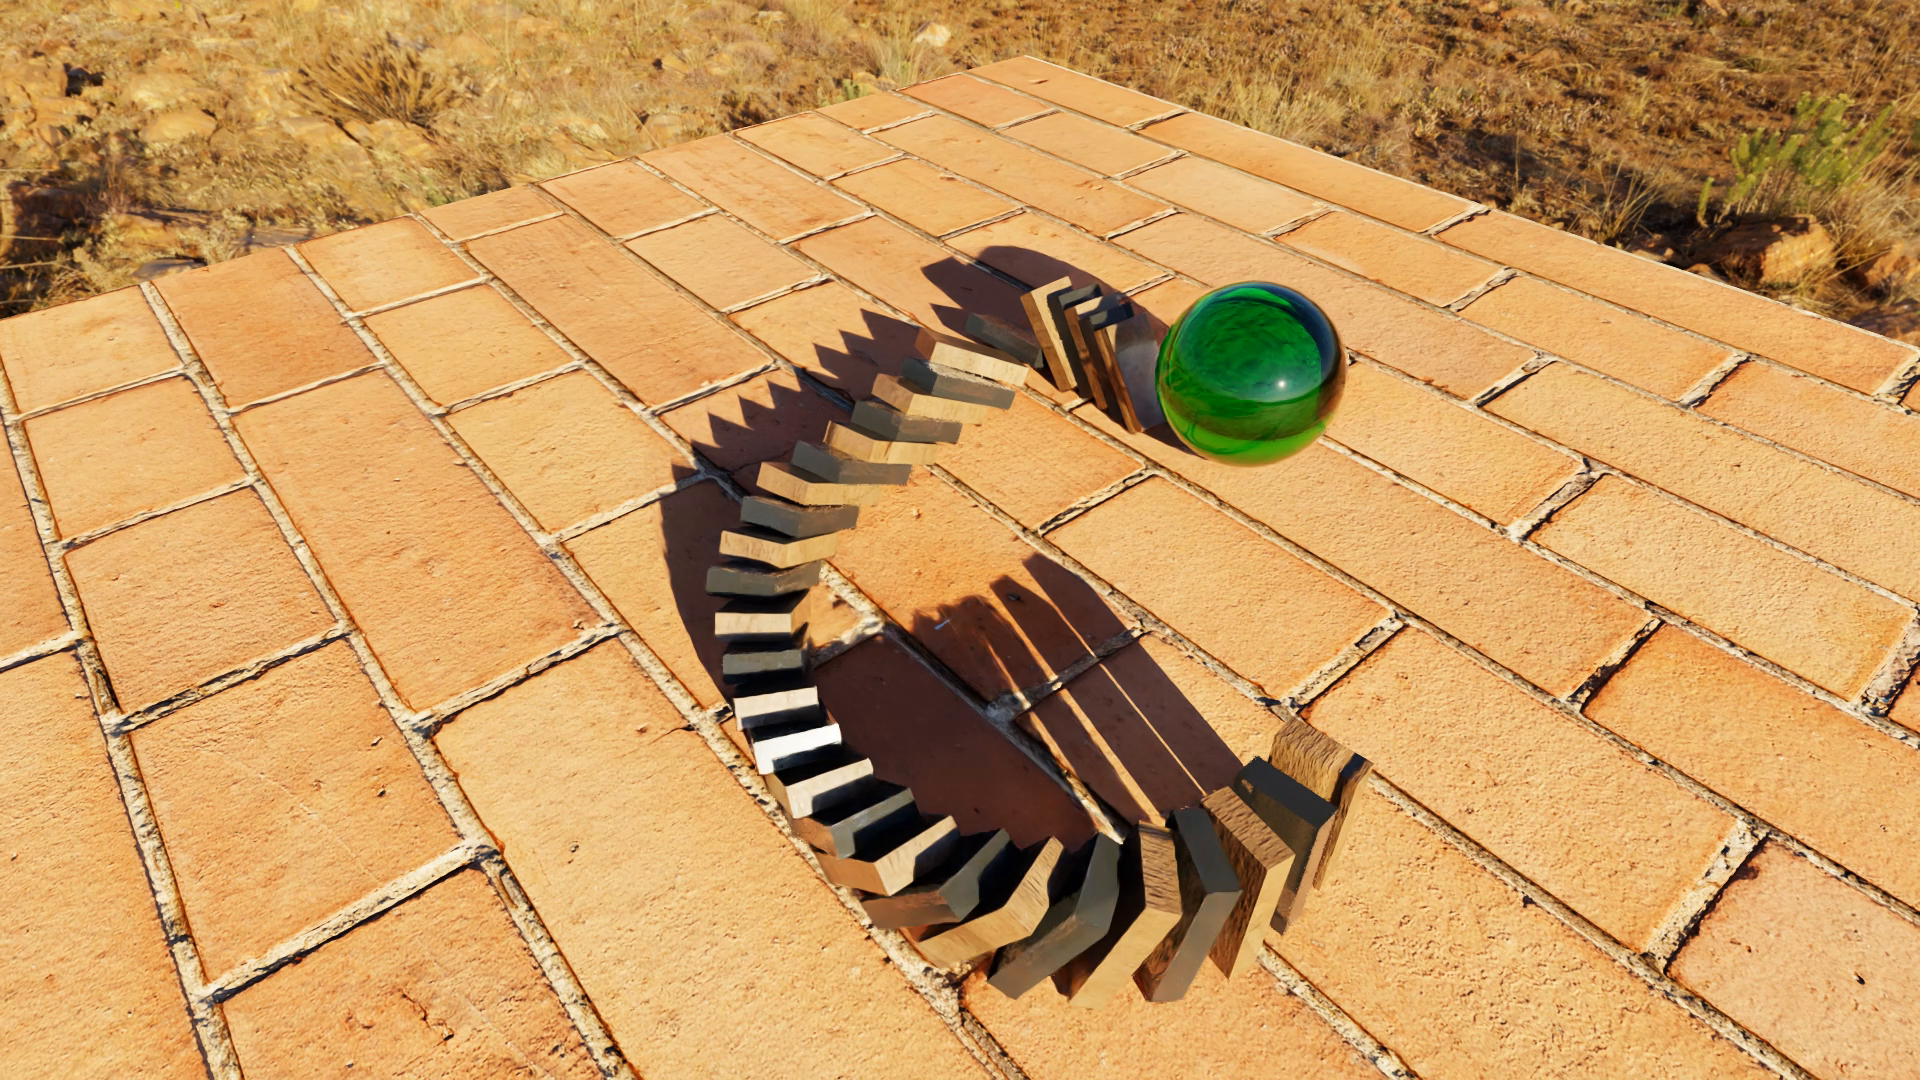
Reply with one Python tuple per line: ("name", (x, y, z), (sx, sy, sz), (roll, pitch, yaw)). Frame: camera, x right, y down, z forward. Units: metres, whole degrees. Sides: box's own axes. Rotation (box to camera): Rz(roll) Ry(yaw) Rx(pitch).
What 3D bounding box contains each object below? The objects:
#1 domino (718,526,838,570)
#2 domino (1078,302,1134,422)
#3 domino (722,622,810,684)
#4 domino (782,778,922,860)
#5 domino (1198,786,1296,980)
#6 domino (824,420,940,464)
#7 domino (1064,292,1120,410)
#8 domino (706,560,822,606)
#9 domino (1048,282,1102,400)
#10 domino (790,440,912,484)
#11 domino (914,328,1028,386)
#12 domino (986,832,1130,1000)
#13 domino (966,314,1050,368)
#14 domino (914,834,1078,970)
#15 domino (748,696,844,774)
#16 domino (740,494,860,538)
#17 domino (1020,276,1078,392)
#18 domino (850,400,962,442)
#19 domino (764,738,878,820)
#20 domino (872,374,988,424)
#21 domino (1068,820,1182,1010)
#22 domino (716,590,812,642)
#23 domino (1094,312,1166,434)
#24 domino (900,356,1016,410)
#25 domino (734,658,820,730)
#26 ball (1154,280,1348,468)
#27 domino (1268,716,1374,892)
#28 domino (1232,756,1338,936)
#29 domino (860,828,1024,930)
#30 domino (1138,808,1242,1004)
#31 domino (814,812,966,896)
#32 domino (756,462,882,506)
("domino", (-0.068, 0.001, 0.422), (0.025, 0.009, 0.050), (12, 9, 15))
("domino", (0.076, -0.084, 0.517), (0.025, 0.050, 0.009), (-25, 8, -27))
("domino", (-0.065, 0.038, 0.377), (0.025, 0.009, 0.050), (-4, 6, -5))
("domino", (-0.033, 0.080, 0.322), (0.025, 0.010, 0.050), (-21, 3, -24))
("domino", (0.072, 0.093, 0.297), (0.010, 0.050, 0.025), (-19, 43, -26))
("domino", (-0.033, -0.042, 0.475), (0.025, 0.010, 0.050), (25, 15, 28))
("domino", (0.070, -0.090, 0.525), (0.025, 0.050, 0.009), (-25, 8, -27))
("domino", (-0.072, 0.013, 0.407), (0.025, 0.009, 0.050), (8, 8, 10))
("domino", (0.063, -0.096, 0.532), (0.025, 0.050, 0.010), (-24, 8, -27))
("domino", (-0.045, -0.032, 0.463), (0.025, 0.010, 0.050), (25, 14, 28))
("domino", (0.006, -0.089, 0.532), (0.050, 0.010, 0.025), (11, 21, -26))
("domino", (0.025, 0.100, 0.290), (0.009, 0.050, 0.025), (32, 43, -3))
("domino", (0.029, -0.102, 0.560), (0.025, 0.009, 0.050), (-7, 33, -47))
("domino", (0.009, 0.098, 0.295), (0.009, 0.050, 0.025), (45, 49, 0))
("domino", (-0.053, 0.061, 0.348), (0.025, 0.010, 0.050), (-11, 5, -13))
("domino", (-0.063, -0.011, 0.437), (0.025, 0.010, 0.050), (16, 11, 19))
("domino", (0.051, -0.101, 0.538), (0.025, 0.050, 0.010), (-29, 9, -31))
("domino", (-0.023, -0.052, 0.489), (0.025, 0.010, 0.050), (25, 16, 28))
("domino", (-0.044, 0.071, 0.334), (0.025, 0.010, 0.050), (-16, 4, -18))
("domino", (-0.013, -0.064, 0.503), (0.025, 0.009, 0.050), (34, 21, 37))
("domino", (0.042, 0.100, 0.290), (0.009, 0.050, 0.025), (16, 39, -9))
("domino", (-0.069, 0.026, 0.391), (0.025, 0.010, 0.050), (0, 7, 0))
("domino", (0.082, -0.077, 0.509), (0.025, 0.050, 0.009), (-25, 8, -27))
("domino", (-0.001, -0.073, 0.513), (0.050, 0.010, 0.025), (5, 23, -43))
("domino", (-0.060, 0.050, 0.362), (0.025, 0.010, 0.050), (-7, 6, -9))
("ball", (0.125, -0.071, 0.475), (0.080, 0.080, 0.080), (0, 39, 0))
("domino", (0.100, 0.077, 0.318), (0.025, 0.050, 0.010), (30, 48, 32))
("domino", (0.086, 0.086, 0.307), (0.010, 0.050, 0.025), (-32, 49, -33))
("domino", (-0.006, 0.093, 0.302), (0.025, 0.050, 0.010), (-35, 90, -35))
("domino", (0.058, 0.097, 0.292), (0.009, 0.050, 0.025), (1, 38, -15))
("domino", (-0.021, 0.087, 0.311), (0.025, 0.050, 0.009), (-26, 90, -28))
("domino", (-0.057, -0.023, 0.452), (0.025, 0.010, 0.050), (24, 14, 28))
